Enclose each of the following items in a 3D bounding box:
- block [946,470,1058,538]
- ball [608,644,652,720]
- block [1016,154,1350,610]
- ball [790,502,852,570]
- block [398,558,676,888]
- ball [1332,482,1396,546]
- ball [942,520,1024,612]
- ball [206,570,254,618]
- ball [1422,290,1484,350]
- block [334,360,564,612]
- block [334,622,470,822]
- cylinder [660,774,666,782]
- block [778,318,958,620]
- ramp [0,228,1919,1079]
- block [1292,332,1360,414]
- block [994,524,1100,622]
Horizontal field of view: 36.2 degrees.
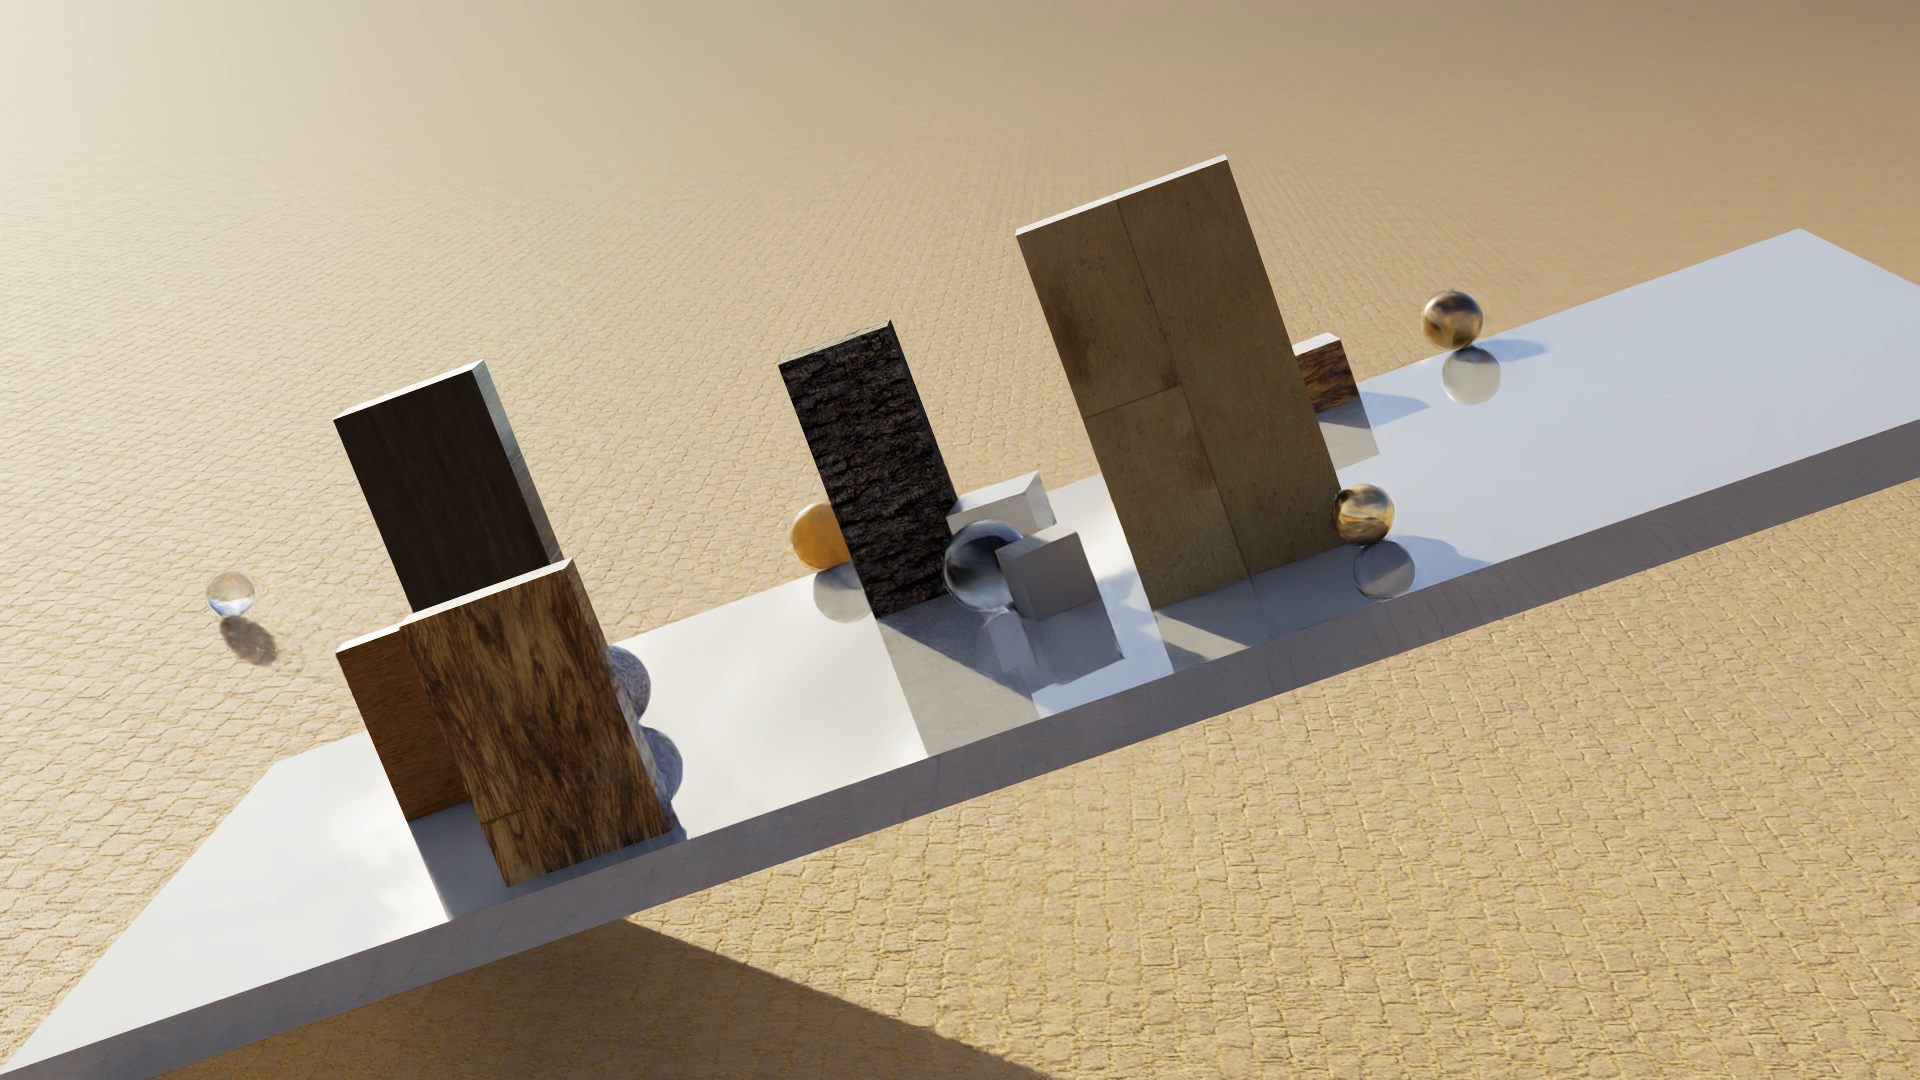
[{"bbox_3d":[0.103,-0.017,6.498,0.186,0.186,0.186,-18,12,15],"label":"block"},{"bbox_3d":[-0.770,0.325,6.405,0.195,0.195,0.195,0,13,0],"label":"ball"},{"bbox_3d":[0.442,-0.301,5.707,0.425,0.784,0.097,-19,11,6],"label":"block"},{"bbox_3d":[-0.338,-0.011,7.339,0.170,0.170,0.170,0,13,0],"label":"ball"},{"bbox_3d":[-0.785,0.342,5.486,0.331,0.535,0.089,-19,11,6],"label":"block"},{"bbox_3d":[0.774,-0.050,5.641,0.120,0.120,0.120,0,13,0],"label":"ball"},{"bbox_3d":[0.060,0.055,6.215,0.194,0.194,0.194,0,13,0],"label":"ball"},{"bbox_3d":[-2.309,0.170,9.313,0.149,0.149,0.149,0,13,0],"label":"ball"},{"bbox_3d":[1.189,-0.530,7.100,0.145,0.145,0.145,0,13,0],"label":"ball"},{"bbox_3d":[-1.166,0.010,7.034,0.354,0.800,0.146,-19,11,6],"label":"block"},{"bbox_3d":[-1.059,0.345,6.295,0.421,0.401,0.084,-19,11,6],"label":"block"},{"bbox_3d":[-0.648,0.463,5.624,0.122,0.122,0.122,41,5,-14],"label":"cylinder"},{"bbox_3d":[-0.172,-0.158,6.561,0.257,0.611,0.121,-19,11,6],"label":"block"},{"bbox_3d":[0.115,0.177,6.298,4.000,0.100,2.000,-19,11,6],"label":"ramp"},{"bbox_3d":[0.851,-0.395,7.054,0.148,0.148,0.148,-21,11,-1],"label":"block"},{"bbox_3d":[0.180,0.068,6.074,0.143,0.143,0.143,-23,12,-12],"label":"block"}]
